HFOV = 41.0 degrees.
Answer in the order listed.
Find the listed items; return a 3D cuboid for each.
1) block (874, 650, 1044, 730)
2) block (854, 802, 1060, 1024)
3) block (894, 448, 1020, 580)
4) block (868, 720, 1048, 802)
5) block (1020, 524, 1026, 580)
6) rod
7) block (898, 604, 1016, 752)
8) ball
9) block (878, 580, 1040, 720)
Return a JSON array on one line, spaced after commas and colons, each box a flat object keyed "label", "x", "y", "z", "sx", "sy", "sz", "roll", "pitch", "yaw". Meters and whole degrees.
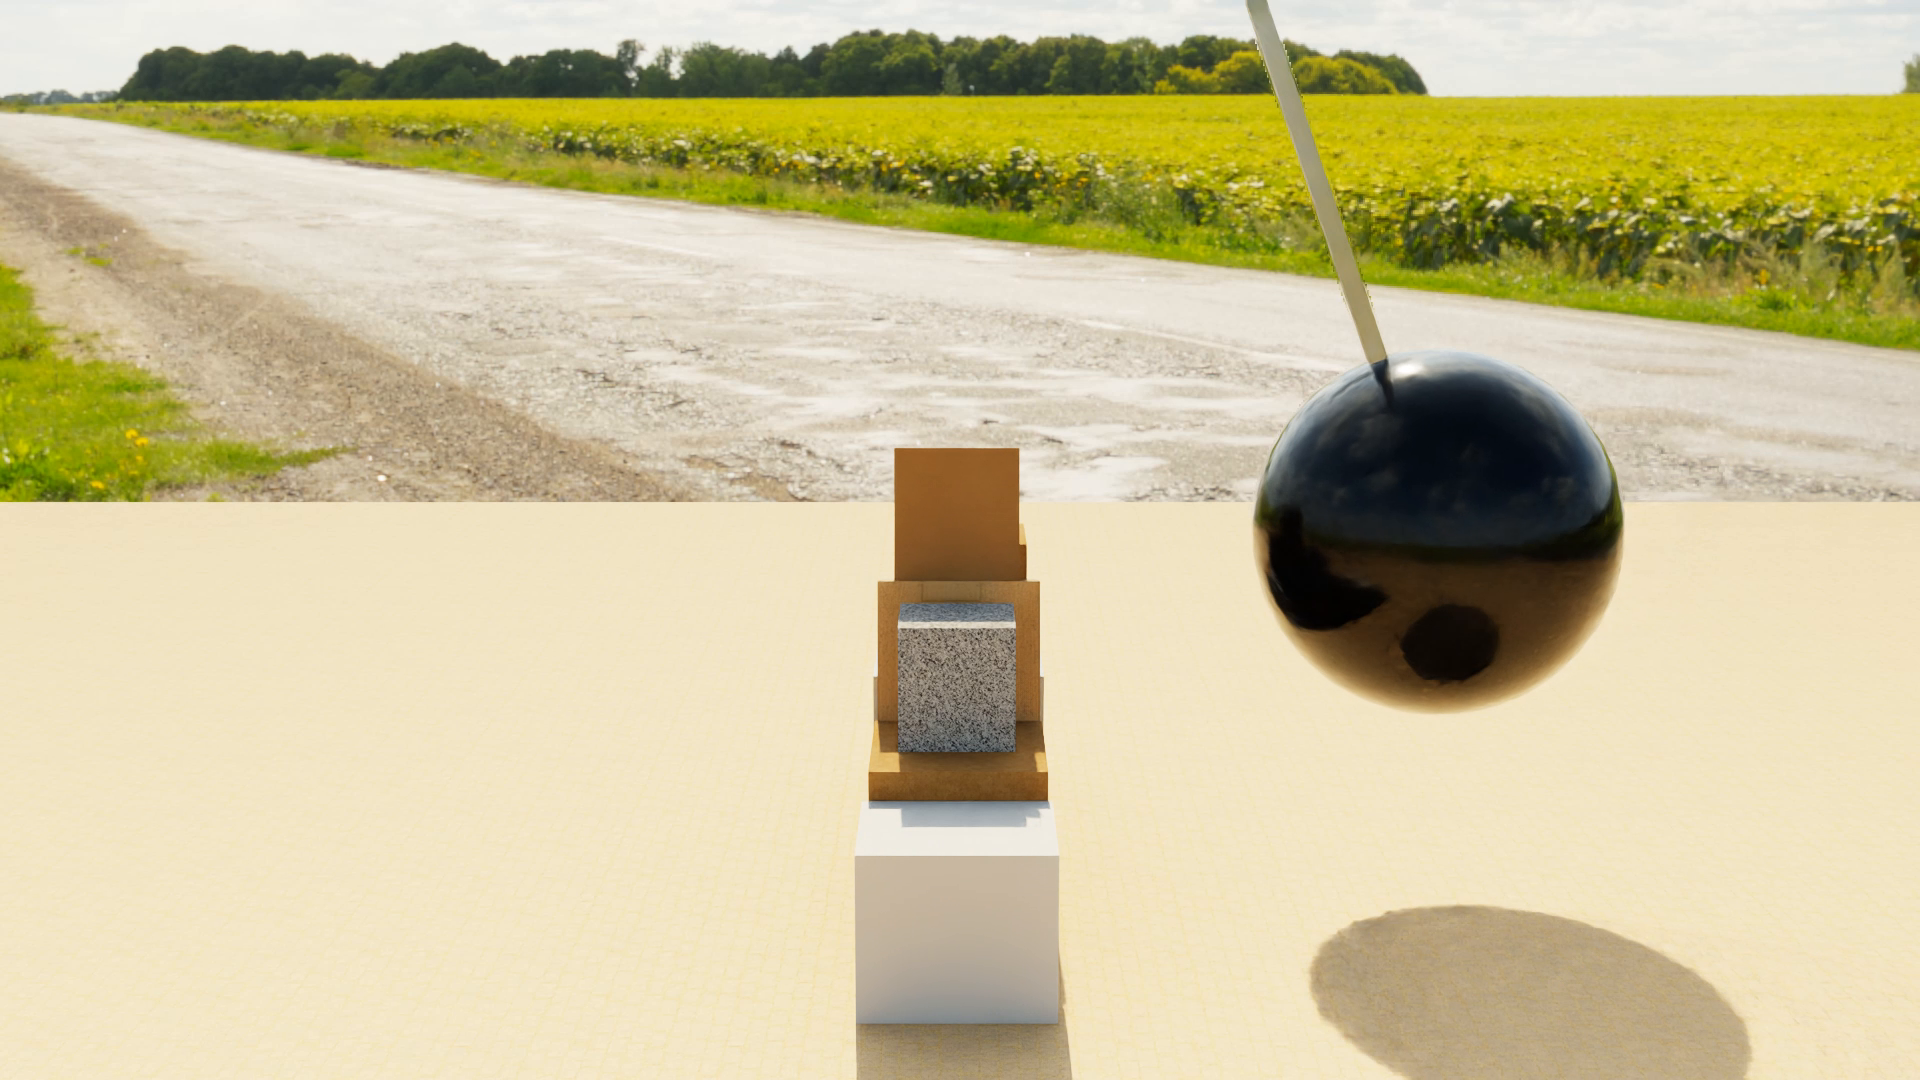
[{"label": "block", "x": -0.006, "y": 0.946, "z": 12.082, "sx": 0.773, "sy": 0.817, "sz": 0.818, "roll": 0, "pitch": 10, "yaw": 0}, {"label": "block", "x": -0.011, "y": 1.424, "z": 9.902, "sx": 0.758, "sy": 0.655, "sz": 0.722, "roll": 0, "pitch": 10, "yaw": 0}, {"label": "block", "x": -0.014, "y": -0.110, "z": 11.321, "sx": 0.540, "sy": 0.573, "sz": 0.516, "roll": 0, "pitch": 0, "yaw": 0}, {"label": "block", "x": -0.007, "y": 1.228, "z": 10.658, "sx": 0.716, "sy": 0.771, "sz": 0.817, "roll": 0, "pitch": 10, "yaw": 0}, {"label": "block", "x": 0.002, "y": 0.262, "z": 11.902, "sx": 0.598, "sy": 0.592, "sz": 0.548, "roll": 0, "pitch": 10, "yaw": 0}, {"label": "rod", "x": 0.899, "y": -3.174, "z": 10.603, "sx": 0.080, "sy": 5.200, "sz": 0.080, "roll": -20, "pitch": 10, "yaw": 4}, {"label": "block", "x": -0.013, "y": 0.567, "z": 10.688, "sx": 0.479, "sy": 0.517, "sz": 0.499, "roll": 0, "pitch": 10, "yaw": 0}, {"label": "ball", "x": 2.074, "y": -0.035, "z": 11.174, "sx": 1.600, "sy": 1.600, "sz": 1.600, "roll": 0, "pitch": 10, "yaw": 0}, {"label": "block", "x": -0.005, "y": 0.476, "z": 11.290, "sx": 0.697, "sy": 0.599, "sz": 0.603, "roll": 0, "pitch": 0, "yaw": 0}]
